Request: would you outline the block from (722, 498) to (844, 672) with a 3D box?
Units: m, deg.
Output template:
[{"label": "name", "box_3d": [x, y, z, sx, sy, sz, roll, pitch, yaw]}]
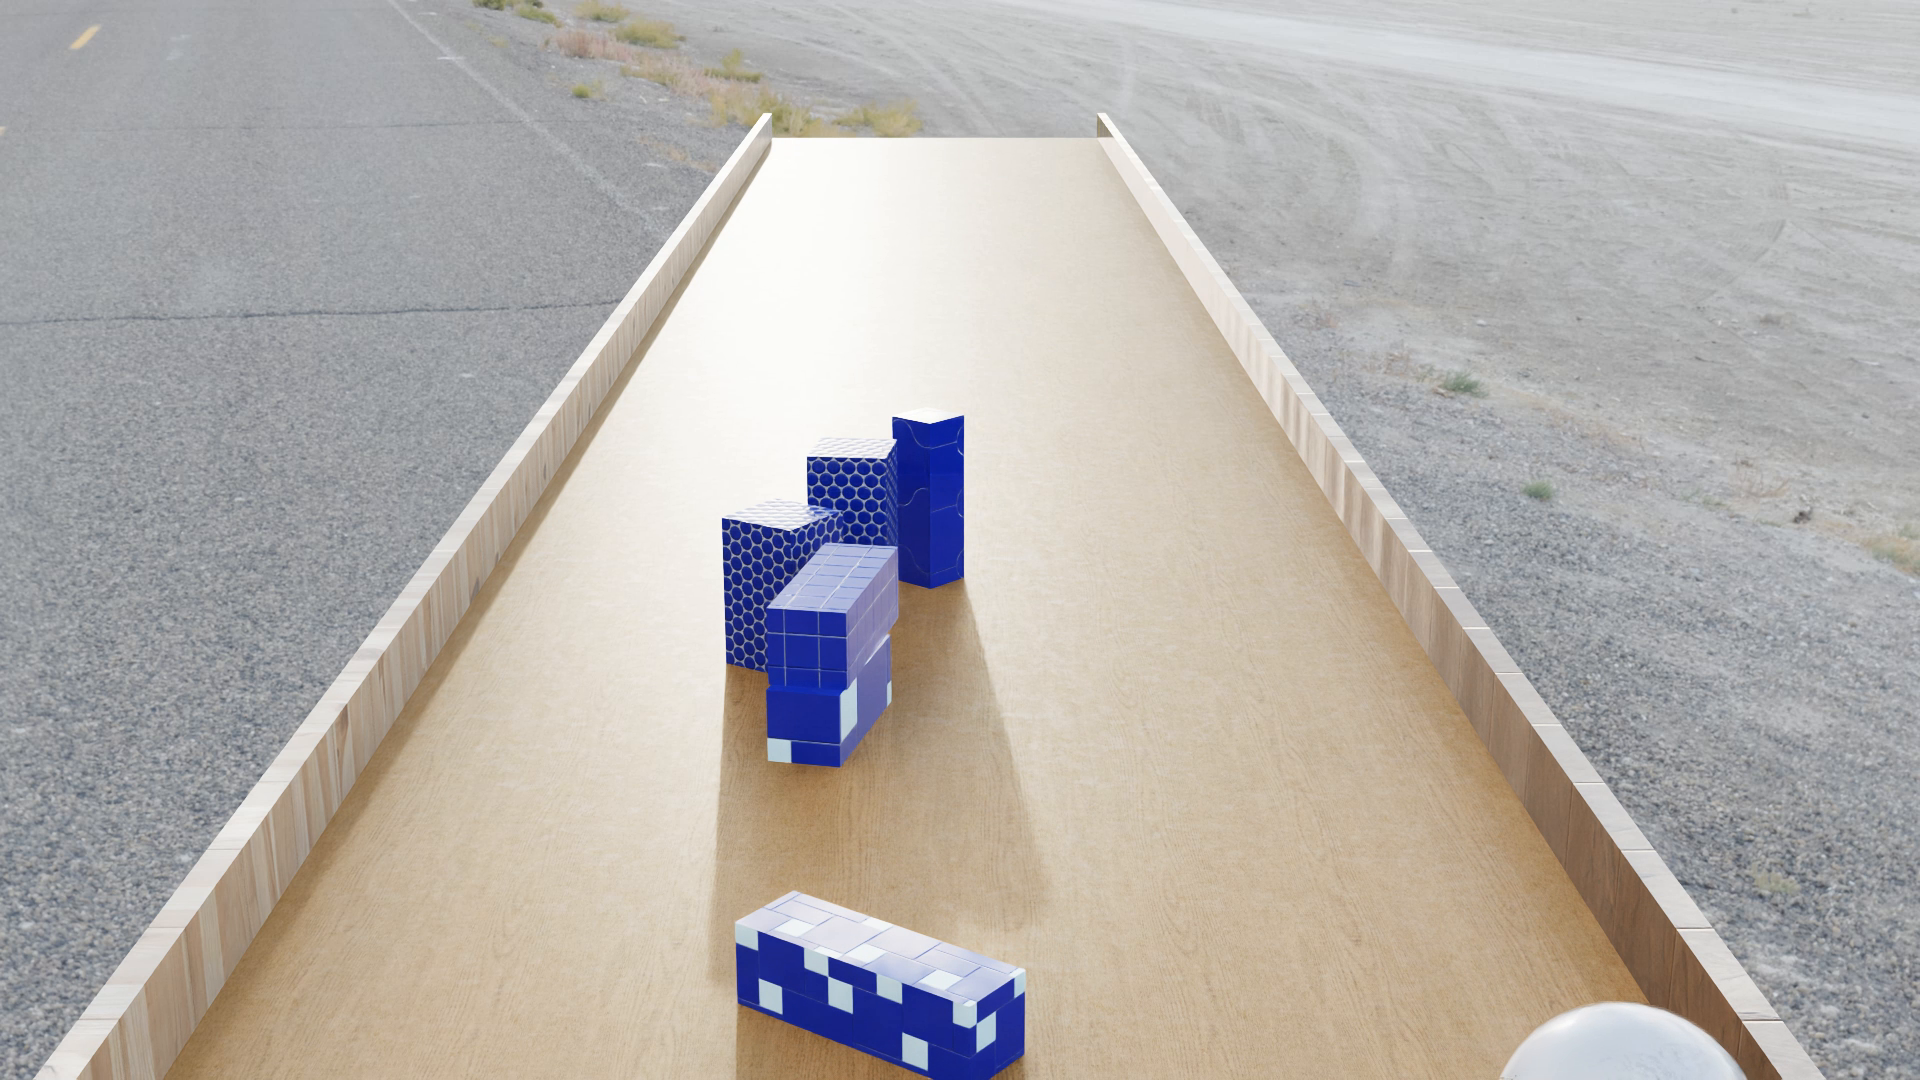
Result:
[{"label": "block", "box_3d": [-0.350, 0.094, 4.378, 0.170, 0.303, 0.170, 11, 20, 32]}]

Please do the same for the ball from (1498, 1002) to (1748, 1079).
[{"label": "ball", "box_3d": [0.743, 0.668, 2.457, 0.298, 0.298, 0.298, 0, 17, 0]}]

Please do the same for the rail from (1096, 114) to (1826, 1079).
[{"label": "rail", "box_3d": [0.932, -0.844, 7.801, 0.050, 0.150, 12.000, 0, 17, -1]}]

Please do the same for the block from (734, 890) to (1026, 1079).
[{"label": "block", "box_3d": [-0.112, 0.605, 2.975, 0.401, 0.124, 0.124, 12, 20, 35]}]

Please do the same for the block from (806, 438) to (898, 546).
[{"label": "block", "box_3d": [-0.224, -0.017, 4.640, 0.164, 0.367, 0.164, 2, 17, 7]}]

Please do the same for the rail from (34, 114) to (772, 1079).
[{"label": "rail", "box_3d": [-1.118, -0.838, 7.780, 0.050, 0.150, 12.000, 0, 17, -1]}]

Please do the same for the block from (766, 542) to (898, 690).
[{"label": "block", "box_3d": [-0.229, 0.135, 4.054, 0.143, 0.143, 0.408, 3, 17, 11]}]

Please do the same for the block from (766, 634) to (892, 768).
[{"label": "block", "box_3d": [-0.236, 0.286, 4.032, 0.134, 0.134, 0.339, 4, 17, 13]}]

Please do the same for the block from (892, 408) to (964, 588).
[{"label": "block", "box_3d": [-0.070, -0.094, 4.884, 0.113, 0.376, 0.113, 14, 22, 39]}]
